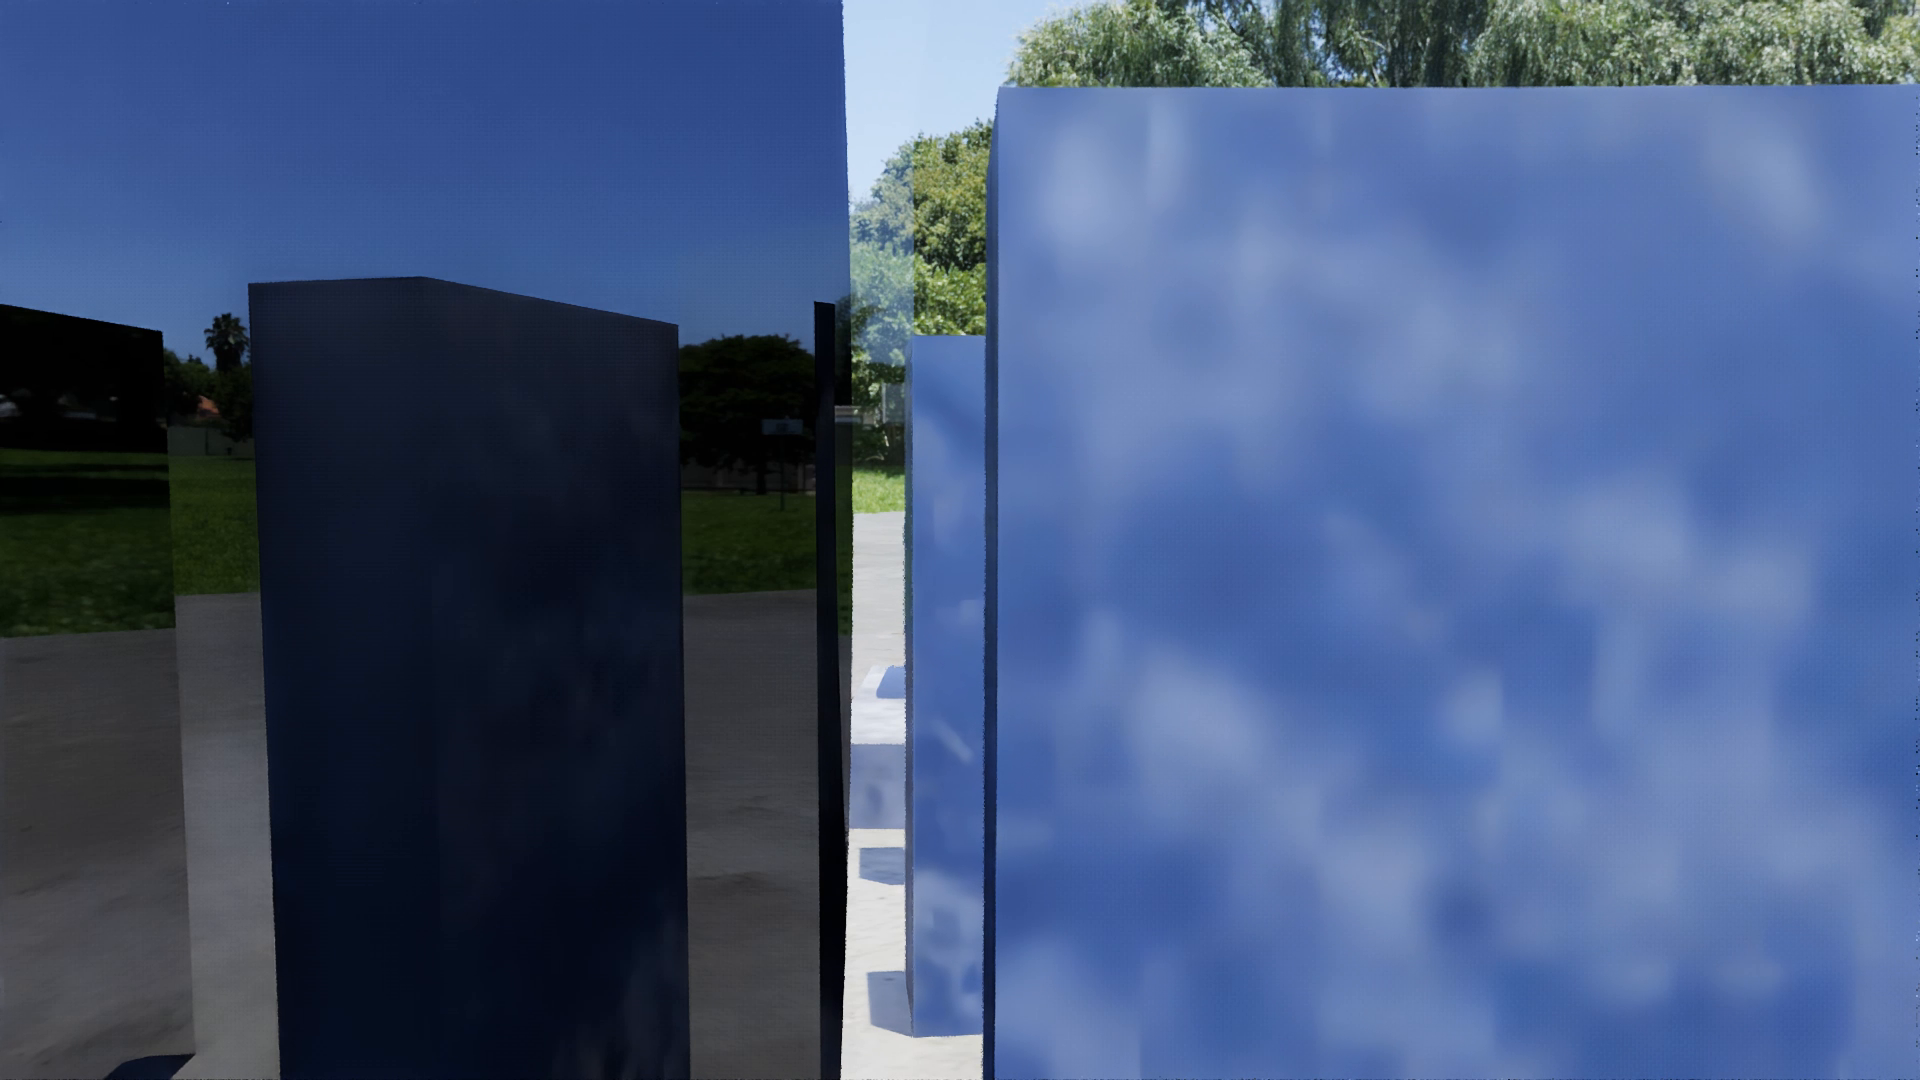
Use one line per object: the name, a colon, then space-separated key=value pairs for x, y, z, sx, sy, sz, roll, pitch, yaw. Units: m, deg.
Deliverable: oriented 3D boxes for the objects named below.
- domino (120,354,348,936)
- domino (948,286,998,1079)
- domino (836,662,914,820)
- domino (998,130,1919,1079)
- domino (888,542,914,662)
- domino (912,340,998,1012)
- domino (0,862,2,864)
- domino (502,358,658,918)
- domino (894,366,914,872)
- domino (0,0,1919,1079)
domino: x=-0.068 y=0.008 z=0.122 sx=0.009 sy=0.050 sz=0.025 roll=-1 pitch=4 yaw=-10
domino: x=0.012 y=0.012 z=0.069 sx=0.025 sy=0.050 sz=0.010 roll=0 pitch=4 yaw=-5
domino: x=-0.001 y=0.025 z=0.170 sx=0.025 sy=0.010 sz=0.050 roll=0 pitch=4 yaw=2
domino: x=0.014 y=0.015 z=0.037 sx=0.025 sy=0.050 sz=0.009 roll=0 pitch=4 yaw=-1
domino: x=0.003 y=0.013 z=0.194 sx=0.025 sy=0.009 sz=0.050 roll=1 pitch=-20 yaw=0
domino: x=0.009 y=0.010 z=0.100 sx=0.025 sy=0.050 sz=0.009 roll=0 pitch=4 yaw=-6
domino: x=-0.098 y=0.009 z=0.115 sx=0.010 sy=0.050 sz=0.025 roll=-1 pitch=4 yaw=-15
domino: x=-0.037 y=0.008 z=0.127 sx=0.009 sy=0.050 sz=0.025 roll=0 pitch=4 yaw=-6
domino: x=0.006 y=0.008 z=0.131 sx=0.025 sy=0.050 sz=0.009 roll=0 pitch=4 yaw=-4
domino: x=0.012 y=0.017 z=0.006 sx=0.025 sy=0.050 sz=0.009 roll=1 pitch=4 yaw=8
